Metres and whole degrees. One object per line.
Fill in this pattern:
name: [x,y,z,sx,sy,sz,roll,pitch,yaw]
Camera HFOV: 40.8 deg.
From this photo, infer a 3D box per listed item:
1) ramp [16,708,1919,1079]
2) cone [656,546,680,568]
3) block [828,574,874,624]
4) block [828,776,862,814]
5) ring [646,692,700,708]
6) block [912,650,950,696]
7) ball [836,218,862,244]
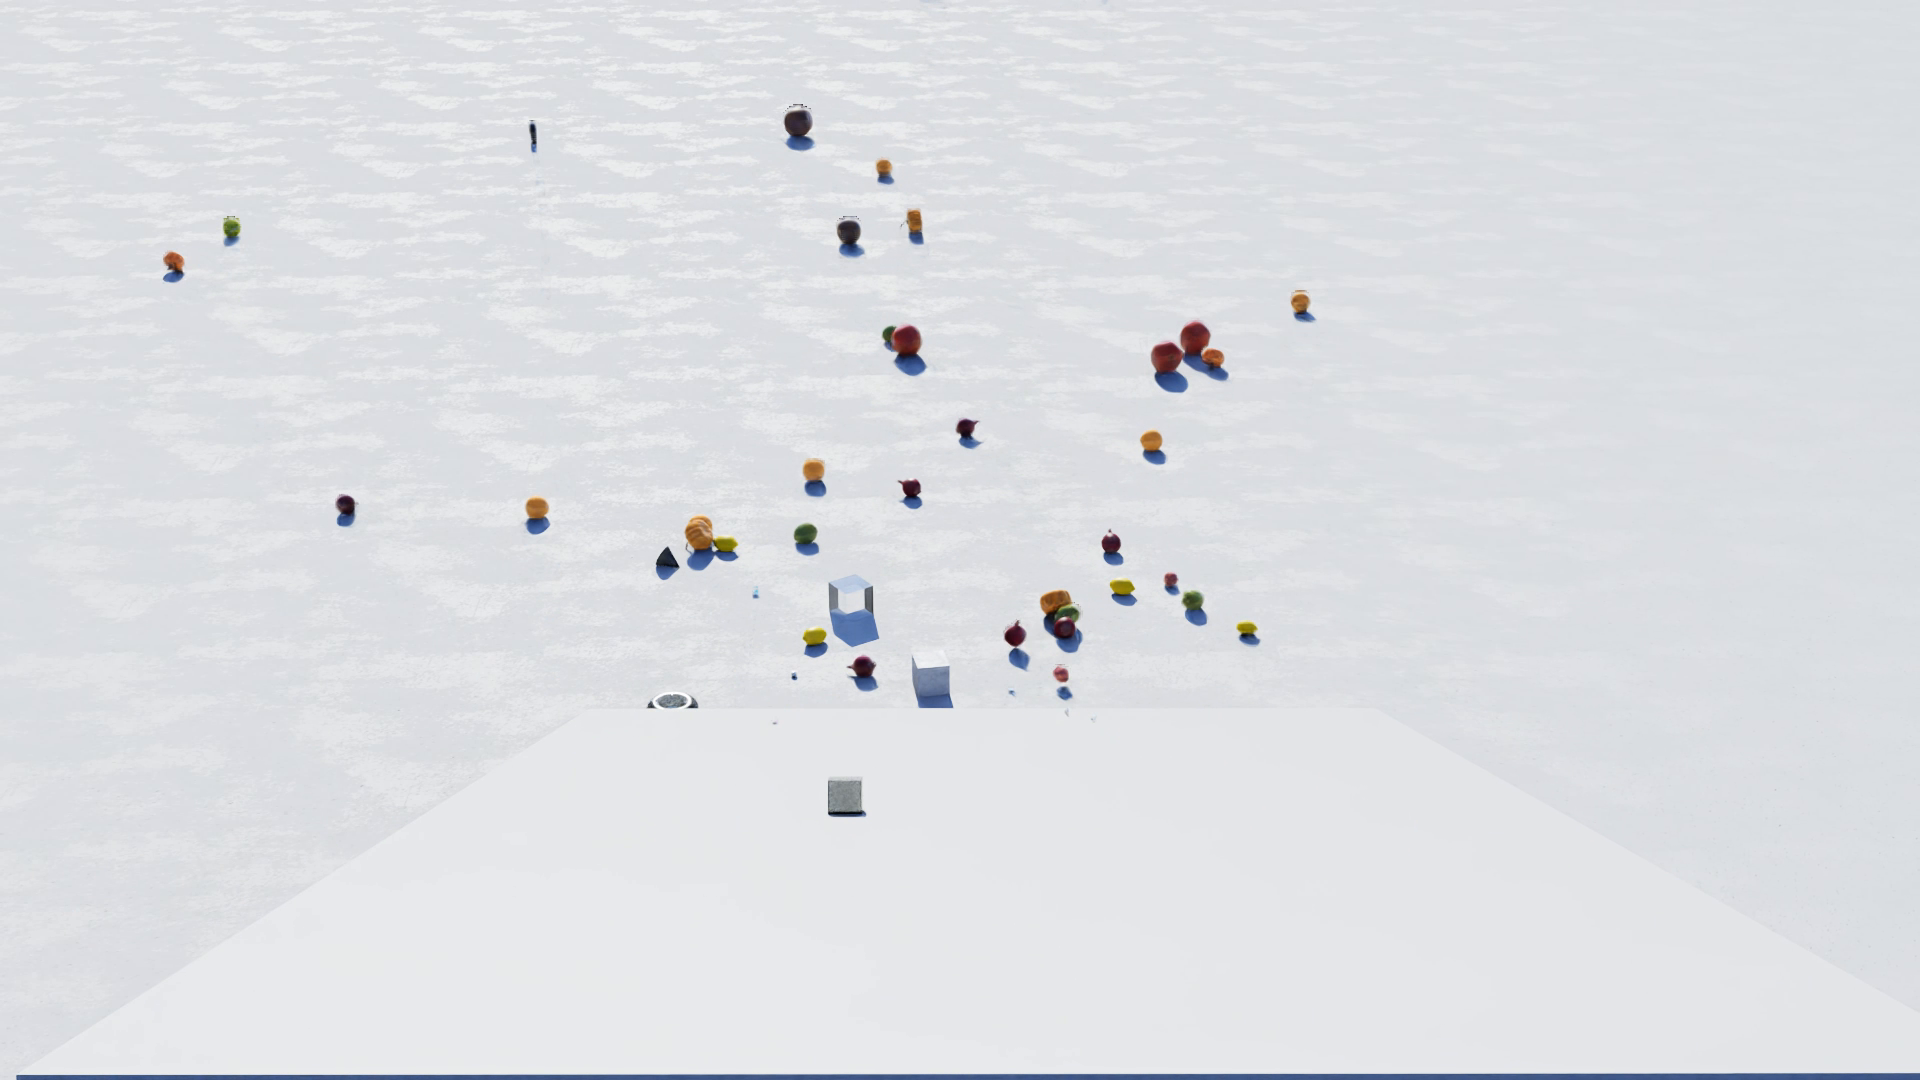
ramp: [0.059,0.530,4.567,2.000,0.100,4.000,0,1,0]
cone: [-0.840,0.063,7.499,0.065,0.065,0.065,33,32,6]
block: [-0.305,0.164,7.219,0.091,0.091,0.091,-17,30,-31]
block: [-0.202,0.451,4.553,0.059,0.059,0.059,0,1,0]
ring: [-0.747,0.439,6.701,0.139,0.046,0.139,1,24,0]
block: [-0.077,0.354,6.832,0.085,0.085,0.085,-5,26,-11]
ball: [-0.432,-1.201,10.035,0.100,0.100,0.100,0,26,0]
